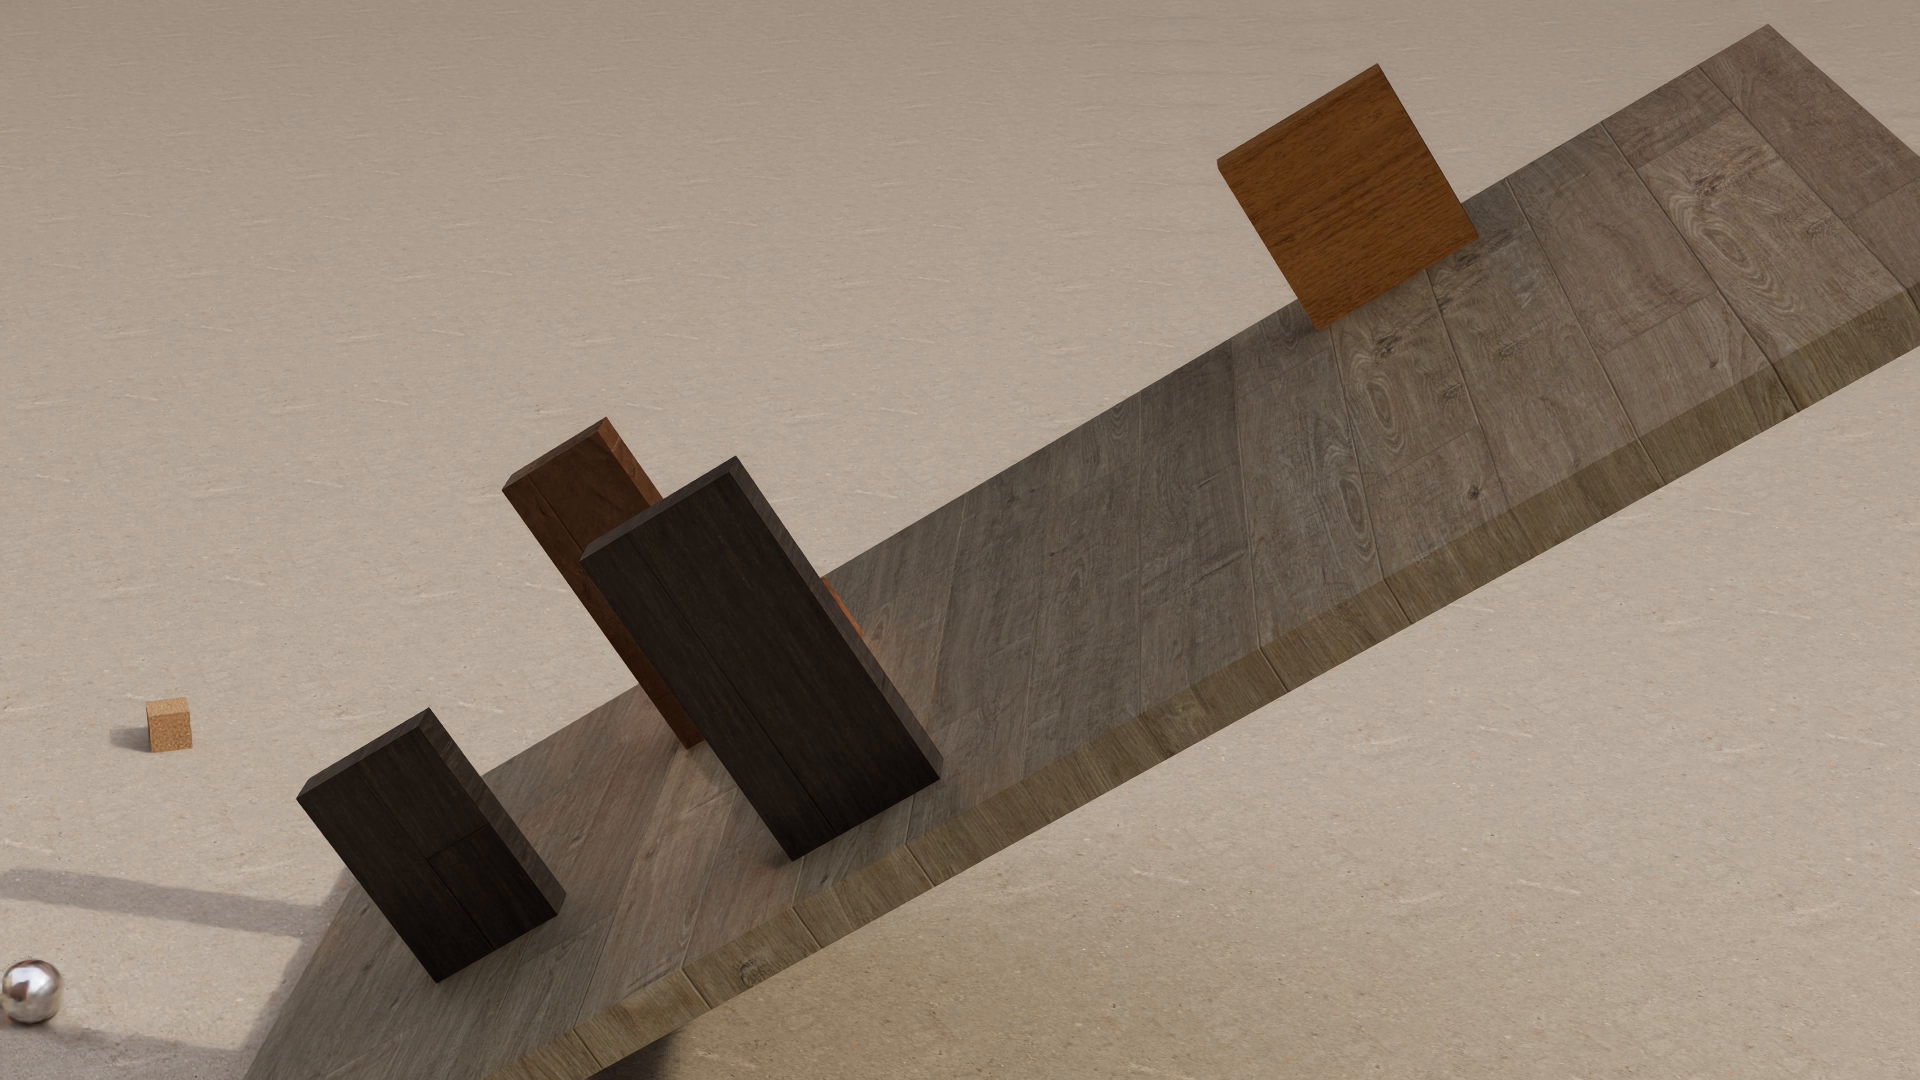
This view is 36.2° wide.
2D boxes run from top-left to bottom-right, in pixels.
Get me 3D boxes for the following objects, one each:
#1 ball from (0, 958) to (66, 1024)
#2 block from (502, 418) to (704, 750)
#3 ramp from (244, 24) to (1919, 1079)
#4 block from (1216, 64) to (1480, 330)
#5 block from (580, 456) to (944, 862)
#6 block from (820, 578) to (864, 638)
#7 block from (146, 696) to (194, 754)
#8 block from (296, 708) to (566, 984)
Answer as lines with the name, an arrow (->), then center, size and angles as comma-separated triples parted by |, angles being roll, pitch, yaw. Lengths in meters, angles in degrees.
ball -> -2.177, 1.058, 6.902 | 0.150, 0.150, 0.150 | 0, 20, 0
block -> -0.708, 0.102, 6.652 | 0.263, 0.735, 0.109 | -30, 15, 13
ramp -> 0.140, 0.170, 6.292 | 4.000, 0.100, 2.000 | -30, 15, 13
block -> 0.876, -0.772, 6.647 | 0.418, 0.444, 0.091 | -30, 15, 13
block -> -0.370, 0.230, 5.570 | 0.339, 0.720, 0.096 | -30, 15, 13
block -> -0.354, 0.216, 6.671 | 0.162, 0.162, 0.162 | -23, 18, 35
block -> -2.264, 0.529, 8.419 | 0.114, 0.114, 0.114 | -7, 21, -18
block -> -1.118, 0.650, 6.236 | 0.321, 0.507, 0.102 | -30, 15, 13
